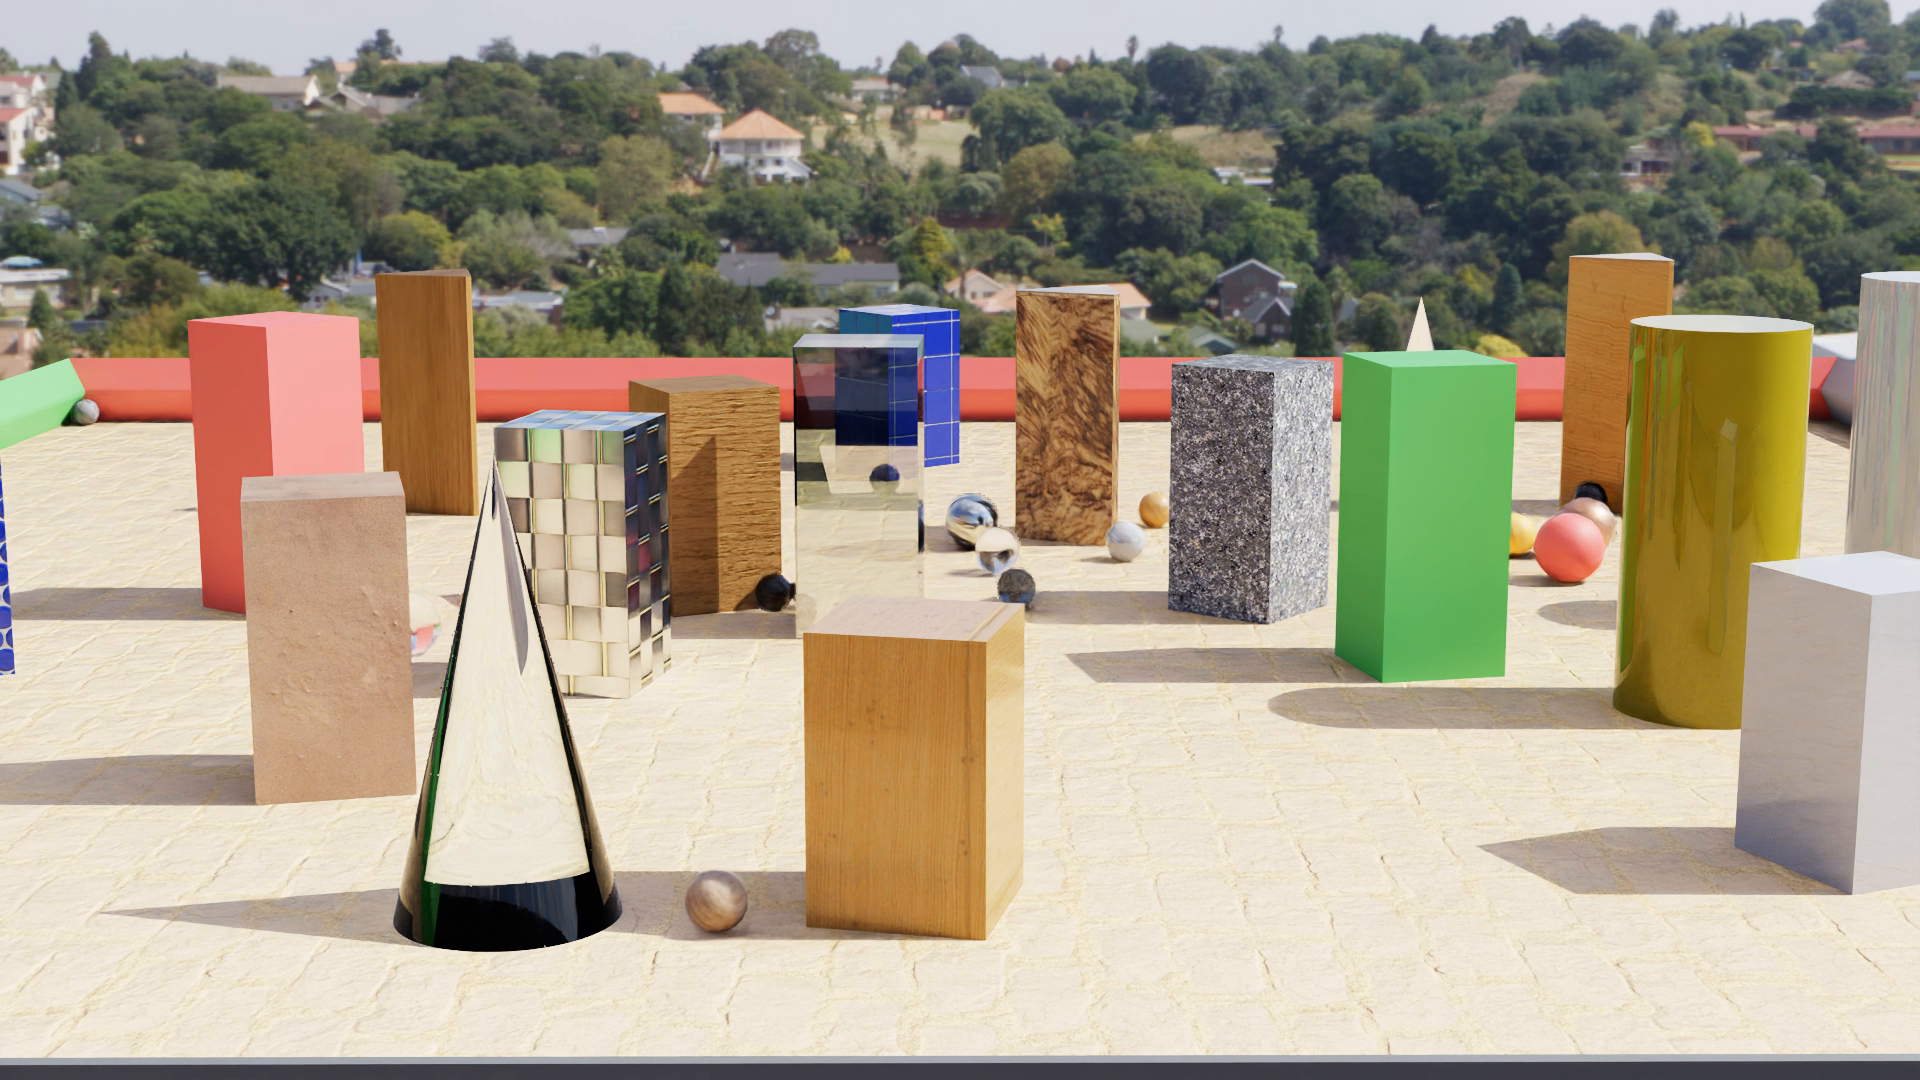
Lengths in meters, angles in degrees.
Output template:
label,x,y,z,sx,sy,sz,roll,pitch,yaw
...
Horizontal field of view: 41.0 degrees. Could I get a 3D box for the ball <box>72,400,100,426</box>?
label,x,y,z,sx,sy,sz,roll,pitch,yaw
ball,-1.788,-0.261,5.248,0.053,0.053,0.053,0,10,0

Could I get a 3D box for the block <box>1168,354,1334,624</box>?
label,x,y,z,sx,sy,sz,roll,pitch,yaw
block,0.392,-0.073,3.457,0.157,0.334,0.157,8,13,37

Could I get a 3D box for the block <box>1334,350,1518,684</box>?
label,x,y,z,sx,sy,sz,roll,pitch,yaw
block,0.563,-0.032,3.117,0.157,0.379,0.157,-2,11,-12

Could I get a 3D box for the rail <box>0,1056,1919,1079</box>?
label,x,y,z,sx,sy,sz,roll,pitch,yaw
rail,0.011,0.375,1.602,3.662,0.128,0.045,0,10,0

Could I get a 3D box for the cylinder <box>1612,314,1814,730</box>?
label,x,y,z,sx,sy,sz,roll,pitch,yaw
cylinder,0.849,-0.024,2.902,0.197,0.442,0.197,0,10,0

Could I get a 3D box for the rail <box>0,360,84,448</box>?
label,x,y,z,sx,sy,sz,roll,pitch,yaw
rail,-1.807,0.035,3.439,0.045,0.128,3.805,0,10,0

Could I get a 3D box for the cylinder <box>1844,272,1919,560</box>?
label,x,y,z,sx,sy,sz,roll,pitch,yaw
cylinder,1.281,-0.121,3.393,0.197,0.452,0.197,0,10,0

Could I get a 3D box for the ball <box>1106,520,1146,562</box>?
label,x,y,z,sx,sy,sz,roll,pitch,yaw
ball,0.245,0.002,3.810,0.060,0.060,0.060,0,10,0

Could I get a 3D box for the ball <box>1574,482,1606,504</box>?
label,x,y,z,sx,sy,sz,roll,pitch,yaw
ball,1.033,-0.069,4.208,0.053,0.053,0.053,0,10,0

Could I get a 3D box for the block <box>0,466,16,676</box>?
label,x,y,z,sx,sy,sz,roll,pitch,yaw
block,-1.251,-0.024,3.102,0.157,0.368,0.157,-6,12,-29

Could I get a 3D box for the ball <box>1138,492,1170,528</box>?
label,x,y,z,sx,sy,sz,roll,pitch,yaw
ball,0.313,-0.049,4.088,0.057,0.057,0.057,0,10,0

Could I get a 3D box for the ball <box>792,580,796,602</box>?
label,x,y,z,sx,sy,sz,roll,pitch,yaw
ball,-0.207,0.069,3.480,0.047,0.047,0.047,0,10,0

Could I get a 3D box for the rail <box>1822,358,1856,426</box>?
label,x,y,z,sx,sy,sz,roll,pitch,yaw
rail,1.807,0.031,3.459,0.045,0.128,3.805,0,10,0

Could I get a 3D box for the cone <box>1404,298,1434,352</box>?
label,x,y,z,sx,sy,sz,roll,pitch,yaw
cone,0.759,-0.228,4.252,0.197,0.350,0.197,0,10,0

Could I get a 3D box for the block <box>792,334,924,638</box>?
label,x,y,z,sx,sy,sz,roll,pitch,yaw
block,-0.129,-0.072,3.338,0.157,0.376,0.157,0,11,2

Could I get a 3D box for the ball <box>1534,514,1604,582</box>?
label,x,y,z,sx,sy,sz,roll,pitch,yaw
ball,0.868,0.011,3.654,0.098,0.098,0.098,0,10,0

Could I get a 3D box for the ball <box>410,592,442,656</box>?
label,x,y,z,sx,sy,sz,roll,pitch,yaw
ball,-0.688,0.104,3.201,0.080,0.080,0.080,0,10,0

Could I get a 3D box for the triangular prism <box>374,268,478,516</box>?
label,x,y,z,sx,sy,sz,roll,pitch,yaw
triangular prism,-0.850,-0.249,4.254,0.170,0.391,0.147,3,11,16

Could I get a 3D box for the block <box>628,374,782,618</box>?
label,x,y,z,sx,sy,sz,roll,pitch,yaw
block,-0.348,-0.064,3.501,0.157,0.301,0.157,-5,12,-27

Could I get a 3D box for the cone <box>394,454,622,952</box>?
label,x,y,z,sx,sy,sz,roll,pitch,yaw
cone,-0.392,0.126,2.192,0.197,0.405,0.197,0,10,0

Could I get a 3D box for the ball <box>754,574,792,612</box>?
label,x,y,z,sx,sy,sz,roll,pitch,yaw
ball,-0.251,0.071,3.457,0.052,0.052,0.052,0,10,0

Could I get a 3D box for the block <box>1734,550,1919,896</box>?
label,x,y,z,sx,sy,sz,roll,pitch,yaw
block,0.834,0.163,2.356,0.157,0.272,0.157,-4,11,-23

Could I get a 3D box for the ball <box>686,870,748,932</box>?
label,x,y,z,sx,sy,sz,roll,pitch,yaw
ball,-0.207,0.307,2.181,0.052,0.052,0.052,0,10,0

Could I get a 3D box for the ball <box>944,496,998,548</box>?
label,x,y,z,sx,sy,sz,roll,pitch,yaw
ball,0.018,-0.027,3.906,0.082,0.082,0.082,0,10,0

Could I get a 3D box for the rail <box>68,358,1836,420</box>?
label,x,y,z,sx,sy,sz,roll,pitch,yaw
rail,-0.011,-0.309,5.296,3.662,0.128,0.045,0,10,0

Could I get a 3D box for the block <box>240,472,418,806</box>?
label,x,y,z,sx,sy,sz,roll,pitch,yaw
block,-0.645,0.096,2.620,0.157,0.307,0.157,-3,11,-14

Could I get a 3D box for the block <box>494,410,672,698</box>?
label,x,y,z,sx,sy,sz,roll,pitch,yaw
block,-0.446,0.013,3.047,0.157,0.314,0.157,2,11,11

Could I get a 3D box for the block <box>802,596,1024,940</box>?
label,x,y,z,sx,sy,sz,roll,pitch,yaw
block,-0.037,0.194,2.230,0.157,0.258,0.157,2,11,13

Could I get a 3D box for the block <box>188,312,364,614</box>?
label,x,y,z,sx,sy,sz,roll,pitch,yaw
block,-0.921,-0.105,3.475,0.157,0.390,0.157,7,13,34

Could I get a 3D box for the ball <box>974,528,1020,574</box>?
label,x,y,z,sx,sy,sz,roll,pitch,yaw
ball,0.054,0.015,3.720,0.066,0.066,0.066,0,10,0

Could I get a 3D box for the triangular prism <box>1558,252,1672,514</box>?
label,x,y,z,sx,sy,sz,roll,pitch,yaw
triangular prism,1.108,-0.262,4.250,0.170,0.417,0.147,7,12,32

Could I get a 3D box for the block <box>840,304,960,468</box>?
label,x,y,z,sx,sy,sz,roll,pitch,yaw
block,-0.111,-0.283,4.734,0.157,0.283,0.157,-9,14,-39

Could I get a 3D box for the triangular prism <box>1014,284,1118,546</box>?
label,x,y,z,sx,sy,sz,roll,pitch,yaw
triangular prism,0.195,-0.199,3.998,0.170,0.386,0.147,5,12,26

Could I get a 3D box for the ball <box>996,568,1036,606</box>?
label,x,y,z,sx,sy,sz,roll,pitch,yaw
ball,0.077,0.065,3.486,0.053,0.053,0.053,0,10,0

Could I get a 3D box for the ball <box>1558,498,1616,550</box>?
label,x,y,z,sx,sy,sz,roll,pitch,yaw
ball,0.935,-0.019,3.839,0.089,0.089,0.089,0,10,0

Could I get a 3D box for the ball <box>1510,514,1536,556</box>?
label,x,y,z,sx,sy,sz,roll,pitch,yaw
ball,0.832,-0.008,3.847,0.064,0.064,0.064,0,10,0
